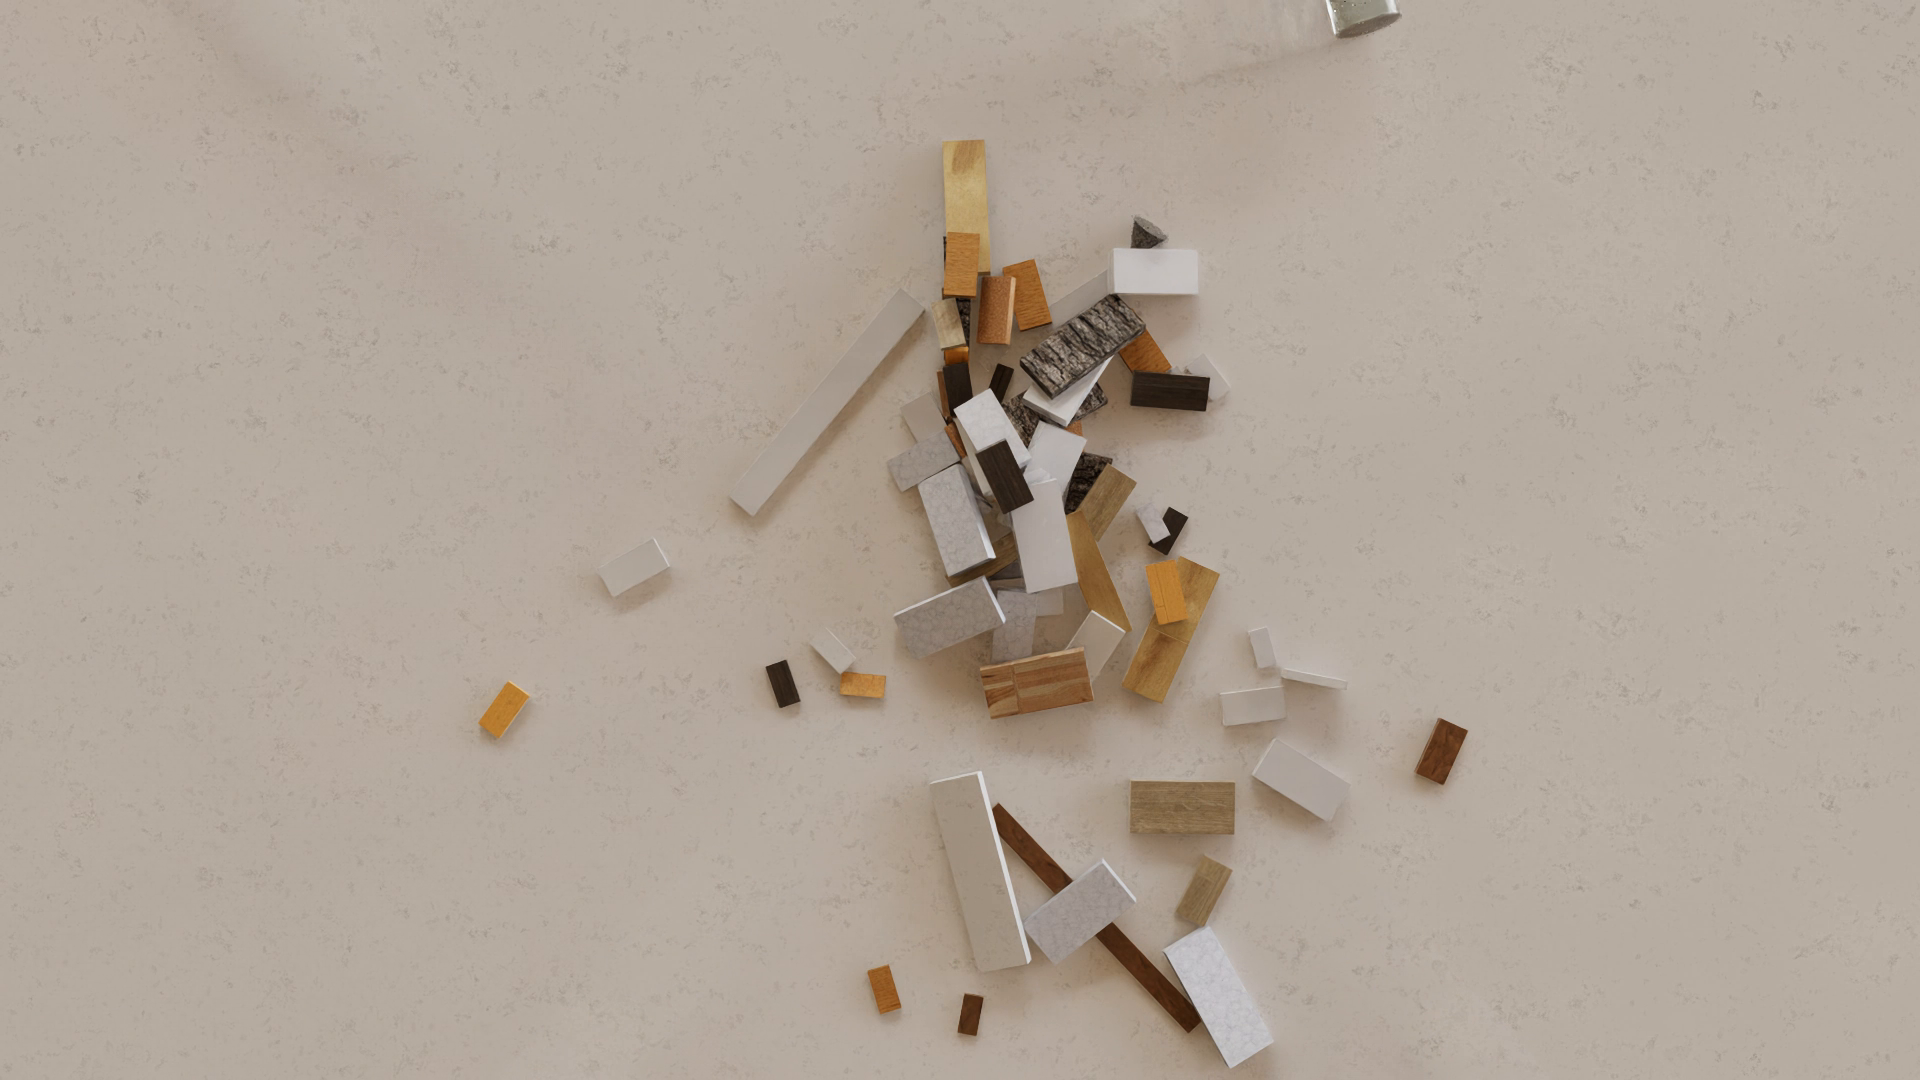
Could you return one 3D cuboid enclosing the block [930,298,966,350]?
[{"bbox_3d":[-0.038,-0.706,5.394,0.083,0.024,0.166,-13,73,0],"label":"block"}]

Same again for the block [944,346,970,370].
[{"bbox_3d":[-0.008,-0.568,5.438,0.077,0.022,0.154,-2,134,1],"label":"block"}]

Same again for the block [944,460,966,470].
[{"bbox_3d":[-0.020,-0.244,5.494,0.091,0.013,0.045,-34,90,0],"label":"block"}]

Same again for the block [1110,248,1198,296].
[{"bbox_3d":[0.640,-0.884,5.445,0.292,0.041,0.146,-1,90,-14],"label":"block"}]

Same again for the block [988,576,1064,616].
[{"bbox_3d":[0.207,0.188,5.466,0.263,0.037,0.131,-5,99,2],"label":"block"}]

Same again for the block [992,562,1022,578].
[{"bbox_3d":[0.175,0.111,5.490,0.146,0.021,0.073,7,90,0],"label":"block"}]

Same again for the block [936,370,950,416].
[{"bbox_3d":[-0.028,-0.487,5.434,0.077,0.022,0.154,-8,108,2],"label":"block"}]

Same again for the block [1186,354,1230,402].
[{"bbox_3d":[0.825,-0.541,5.490,0.073,0.021,0.147,-38,90,0],"label":"block"}]

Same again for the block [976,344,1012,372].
[{"bbox_3d":[0.114,-0.623,5.492,0.059,0.017,0.118,40,90,0],"label":"block"}]

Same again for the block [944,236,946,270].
[{"bbox_3d":[-0.012,-0.923,5.465,0.082,0.023,0.164,-2,90,0],"label":"block"}]

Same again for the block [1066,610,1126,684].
[{"bbox_3d":[0.420,0.377,5.458,0.131,0.037,0.263,33,100,-1],"label":"block"}]

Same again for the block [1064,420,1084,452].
[{"bbox_3d":[0.354,-0.354,5.486,0.102,0.029,0.204,-7,90,0],"label":"block"}]

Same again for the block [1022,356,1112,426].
[{"bbox_3d":[0.361,-0.545,5.407,0.165,0.047,0.330,29,71,14],"label":"block"}]

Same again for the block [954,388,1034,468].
[{"bbox_3d":[0.107,-0.340,5.351,0.139,0.040,0.279,-30,71,2],"label":"block"}]

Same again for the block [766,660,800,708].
[{"bbox_3d":[-0.588,0.479,5.490,0.073,0.021,0.147,-19,90,0],"label":"block"}]

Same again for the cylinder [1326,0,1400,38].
[{"bbox_3d":[1.306,-1.784,5.393,0.215,0.215,0.215,-15,90,0],"label":"cylinder"}]

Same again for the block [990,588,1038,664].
[{"bbox_3d":[0.178,0.293,5.449,0.131,0.037,0.263,5,105,0],"label":"block"}]

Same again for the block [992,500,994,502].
[{"bbox_3d":[0.164,-0.222,5.486,0.204,0.029,0.102,-33,90,0],"label":"block"}]

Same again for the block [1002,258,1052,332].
[{"bbox_3d":[0.223,-0.811,5.471,0.110,0.031,0.221,-16,84,2],"label":"block"}]

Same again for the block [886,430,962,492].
[{"bbox_3d":[-0.120,-0.263,5.454,0.230,0.033,0.115,-28,90,15],"label":"block"}]

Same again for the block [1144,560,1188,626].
[{"bbox_3d":[0.681,0.172,5.445,0.100,0.028,0.200,-13,90,0],"label":"block"}]

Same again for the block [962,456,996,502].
[{"bbox_3d":[0.086,-0.216,5.428,0.085,0.024,0.170,-34,89,6],"label":"block"}]

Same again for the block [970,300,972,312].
[{"bbox_3d":[-0.007,-0.841,5.488,0.082,0.023,0.164,-4,90,0],"label":"block"}]

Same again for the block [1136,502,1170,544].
[{"bbox_3d":[0.640,-0.058,5.475,0.063,0.018,0.127,-29,79,7],"label":"block"}]

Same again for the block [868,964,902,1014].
[{"bbox_3d":[-0.251,1.495,5.490,0.073,0.021,0.147,-17,90,0],"label":"block"}]

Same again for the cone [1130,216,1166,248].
[{"bbox_3d":[0.597,-0.982,5.471,0.130,0.130,0.130,34,117,0],"label":"cone"}]

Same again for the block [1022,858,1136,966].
[{"bbox_3d":[0.393,1.230,5.451,0.346,0.049,0.173,-40,90,8],"label":"block"}]

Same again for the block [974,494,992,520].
[{"bbox_3d":[0.025,-0.066,5.450,0.085,0.024,0.170,34,110,-7],"label":"block"}]

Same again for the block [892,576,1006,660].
[{"bbox_3d":[-0.035,0.257,5.424,0.330,0.047,0.165,-24,99,15],"label":"block"}]

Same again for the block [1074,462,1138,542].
[{"bbox_3d":[0.470,-0.124,5.437,0.118,0.033,0.236,33,98,-3],"label":"block"}]

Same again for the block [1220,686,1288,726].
[{"bbox_3d":[0.976,0.551,5.485,0.212,0.030,0.106,-7,90,0],"label":"block"}]

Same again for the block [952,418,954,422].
[{"bbox_3d":[0.001,-0.362,5.479,0.045,0.013,0.091,-5,108,1],"label":"block"}]

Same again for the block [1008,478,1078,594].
[{"bbox_3d":[0.265,-0.014,5.374,0.172,0.049,0.345,-13,100,-6],"label":"block"}]

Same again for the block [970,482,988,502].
[{"bbox_3d":[0.067,-0.155,5.461,0.170,0.024,0.085,-36,90,9],"label":"block"}]

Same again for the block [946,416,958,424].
[{"bbox_3d":[-0.006,-0.460,5.466,0.077,0.022,0.154,-1,108,0],"label":"block"}]

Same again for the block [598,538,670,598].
[{"bbox_3d":[-1.085,0.092,5.485,0.212,0.030,0.106,-29,90,0],"label":"block"}]

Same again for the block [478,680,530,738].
[{"bbox_3d":[-1.516,0.563,5.488,0.086,0.024,0.172,36,90,0],"label":"block"}]
